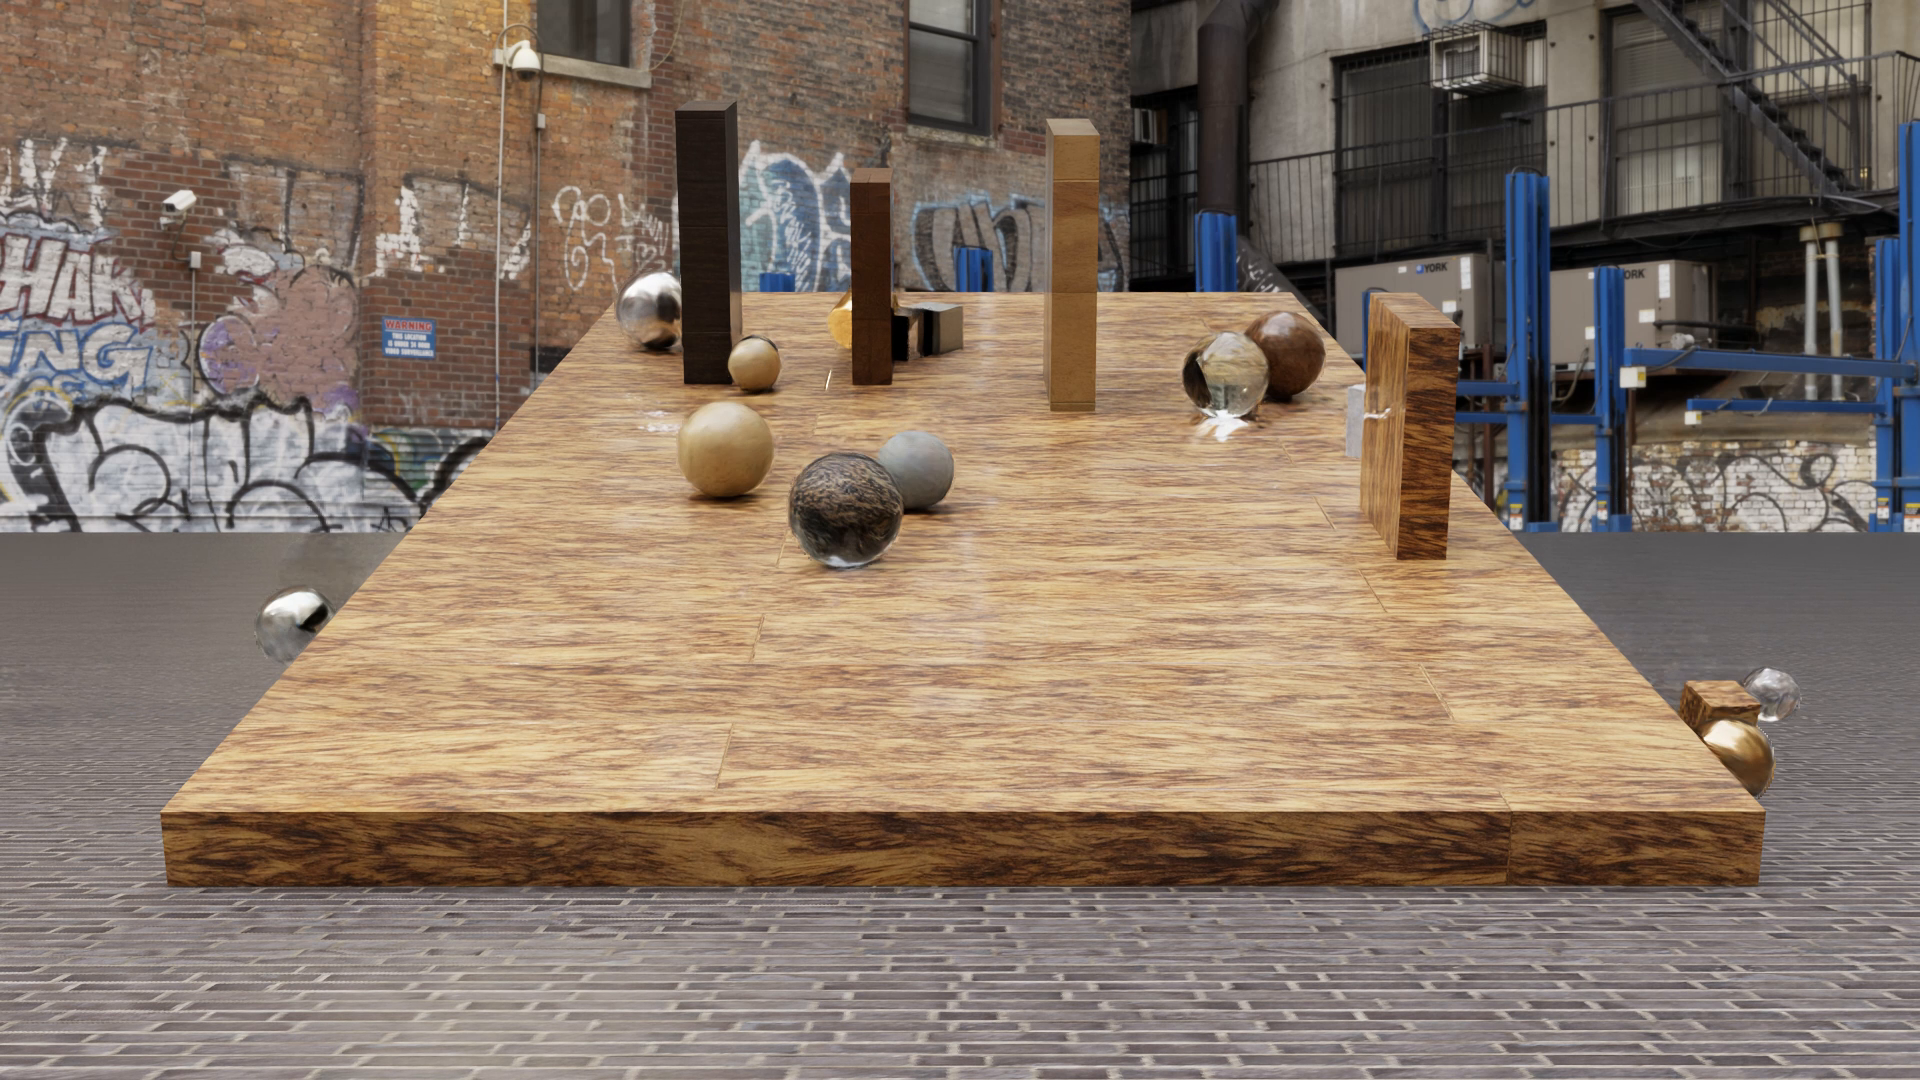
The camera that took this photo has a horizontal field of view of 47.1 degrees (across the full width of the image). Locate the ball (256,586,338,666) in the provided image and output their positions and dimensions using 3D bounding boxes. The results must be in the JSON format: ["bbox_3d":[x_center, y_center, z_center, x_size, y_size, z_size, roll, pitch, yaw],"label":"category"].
[{"bbox_3d":[-1.660,0.218,5.522,0.202,0.202,0.202,0,0,0],"label":"ball"}]

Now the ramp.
[{"bbox_3d":[-0.002,-0.154,4.681,2.000,0.100,4.000,0,16,0],"label":"ramp"}]

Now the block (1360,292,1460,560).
[{"bbox_3d":[0.801,-0.212,3.950,0.085,0.408,0.371,0,16,0],"label":"block"}]

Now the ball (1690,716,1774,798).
[{"bbox_3d":[1.192,0.344,3.430,0.140,0.140,0.140,0,0,0],"label":"ball"}]

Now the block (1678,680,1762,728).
[{"bbox_3d":[1.506,0.352,4.379,0.107,0.107,0.107,-1,24,-12],"label":"block"}]

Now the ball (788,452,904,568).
[{"bbox_3d":[-0.196,-0.052,3.763,0.198,0.198,0.198,0,0,0],"label":"ball"}]

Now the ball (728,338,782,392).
[{"bbox_3d":[-0.484,-0.413,5.188,0.124,0.124,0.124,0,0,0],"label":"ball"}]

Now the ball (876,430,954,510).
[{"bbox_3d":[-0.085,-0.132,4.139,0.150,0.150,0.150,0,0,0],"label":"ball"}]

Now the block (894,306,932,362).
[{"bbox_3d":[-0.150,-0.526,5.609,0.114,0.114,0.114,9,18,30],"label":"block"}]

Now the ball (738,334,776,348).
[{"bbox_3d":[-0.492,-0.441,5.319,0.108,0.108,0.108,0,0,0],"label":"ball"}]

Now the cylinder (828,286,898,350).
[{"bbox_3d":[-0.249,-0.582,5.678,0.138,0.138,0.138,0,41,35],"label":"cylinder"}]

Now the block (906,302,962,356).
[{"bbox_3d":[-0.070,-0.548,5.691,0.112,0.112,0.112,9,18,30],"label":"block"}]

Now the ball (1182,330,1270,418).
[{"bbox_3d":[0.591,-0.368,4.899,0.195,0.195,0.195,0,0,0],"label":"ball"}]

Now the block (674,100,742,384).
[{"bbox_3d":[-0.604,-0.725,5.336,0.115,0.645,0.297,0,16,0],"label":"block"}]

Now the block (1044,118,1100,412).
[{"bbox_3d":[0.255,-0.646,5.108,0.101,0.617,0.420,0,16,0],"label":"block"}]

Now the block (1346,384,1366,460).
[{"bbox_3d":[0.902,-0.241,4.539,0.147,0.147,0.147,-12,20,-37],"label":"block"}]

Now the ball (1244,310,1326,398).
[{"bbox_3d":[0.748,-0.432,5.120,0.200,0.200,0.200,0,0,0],"label":"ball"}]

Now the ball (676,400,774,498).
[{"bbox_3d":[-0.450,-0.174,4.222,0.185,0.185,0.185,0,0,0],"label":"ball"}]

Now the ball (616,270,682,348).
[{"bbox_3d":[-0.787,-0.596,5.694,0.204,0.204,0.204,0,0,0],"label":"ball"}]

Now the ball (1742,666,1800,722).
[{"bbox_3d":[1.866,0.356,5.076,0.127,0.127,0.127,0,0,0],"label":"ball"}]

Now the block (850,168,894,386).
[{"bbox_3d":[-0.211,-0.644,5.351,0.094,0.482,0.316,0,16,0],"label":"block"}]
